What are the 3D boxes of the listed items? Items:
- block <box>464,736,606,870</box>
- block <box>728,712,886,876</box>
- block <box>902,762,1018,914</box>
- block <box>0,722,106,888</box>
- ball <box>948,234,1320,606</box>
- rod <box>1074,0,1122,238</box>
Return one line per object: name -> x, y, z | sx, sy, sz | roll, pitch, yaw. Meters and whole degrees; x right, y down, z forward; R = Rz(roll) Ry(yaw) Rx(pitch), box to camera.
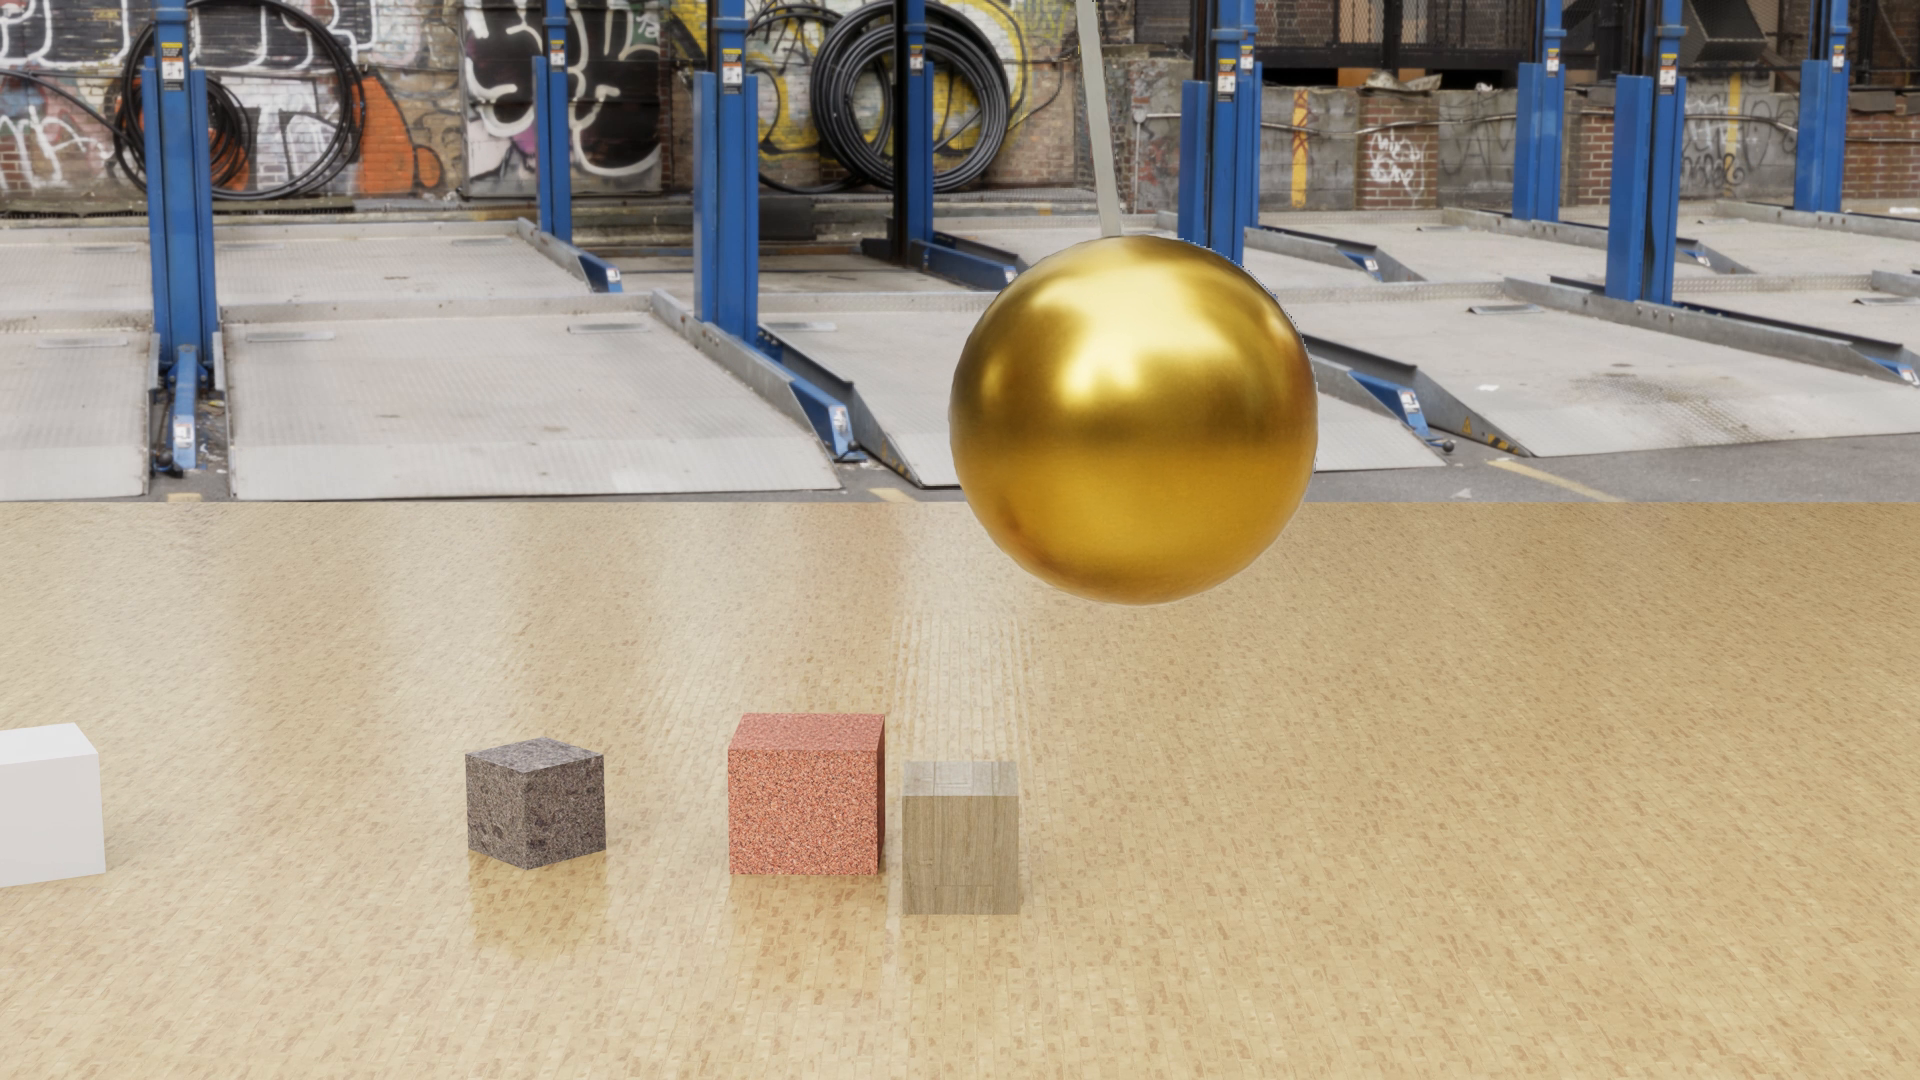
block -> -1.939, 1.197, 11.724 | 0.440, 0.450, 0.457 | -10, 14, -44
block -> -0.687, 1.146, 11.663 | 0.658, 0.572, 0.658 | 0, 10, 1
block -> 0.002, 1.280, 11.073 | 0.489, 0.521, 0.547 | 0, 10, 0
block -> -4.213, 1.188, 11.495 | 0.606, 0.550, 0.616 | -5, 12, -28
ball -> 0.747, -0.515, 11.087 | 1.600, 1.600, 1.600 | 0, 10, 0
rod -> 0.324, -3.834, 10.483 | 0.080, 5.200, 0.080 | -7, 10, 1
